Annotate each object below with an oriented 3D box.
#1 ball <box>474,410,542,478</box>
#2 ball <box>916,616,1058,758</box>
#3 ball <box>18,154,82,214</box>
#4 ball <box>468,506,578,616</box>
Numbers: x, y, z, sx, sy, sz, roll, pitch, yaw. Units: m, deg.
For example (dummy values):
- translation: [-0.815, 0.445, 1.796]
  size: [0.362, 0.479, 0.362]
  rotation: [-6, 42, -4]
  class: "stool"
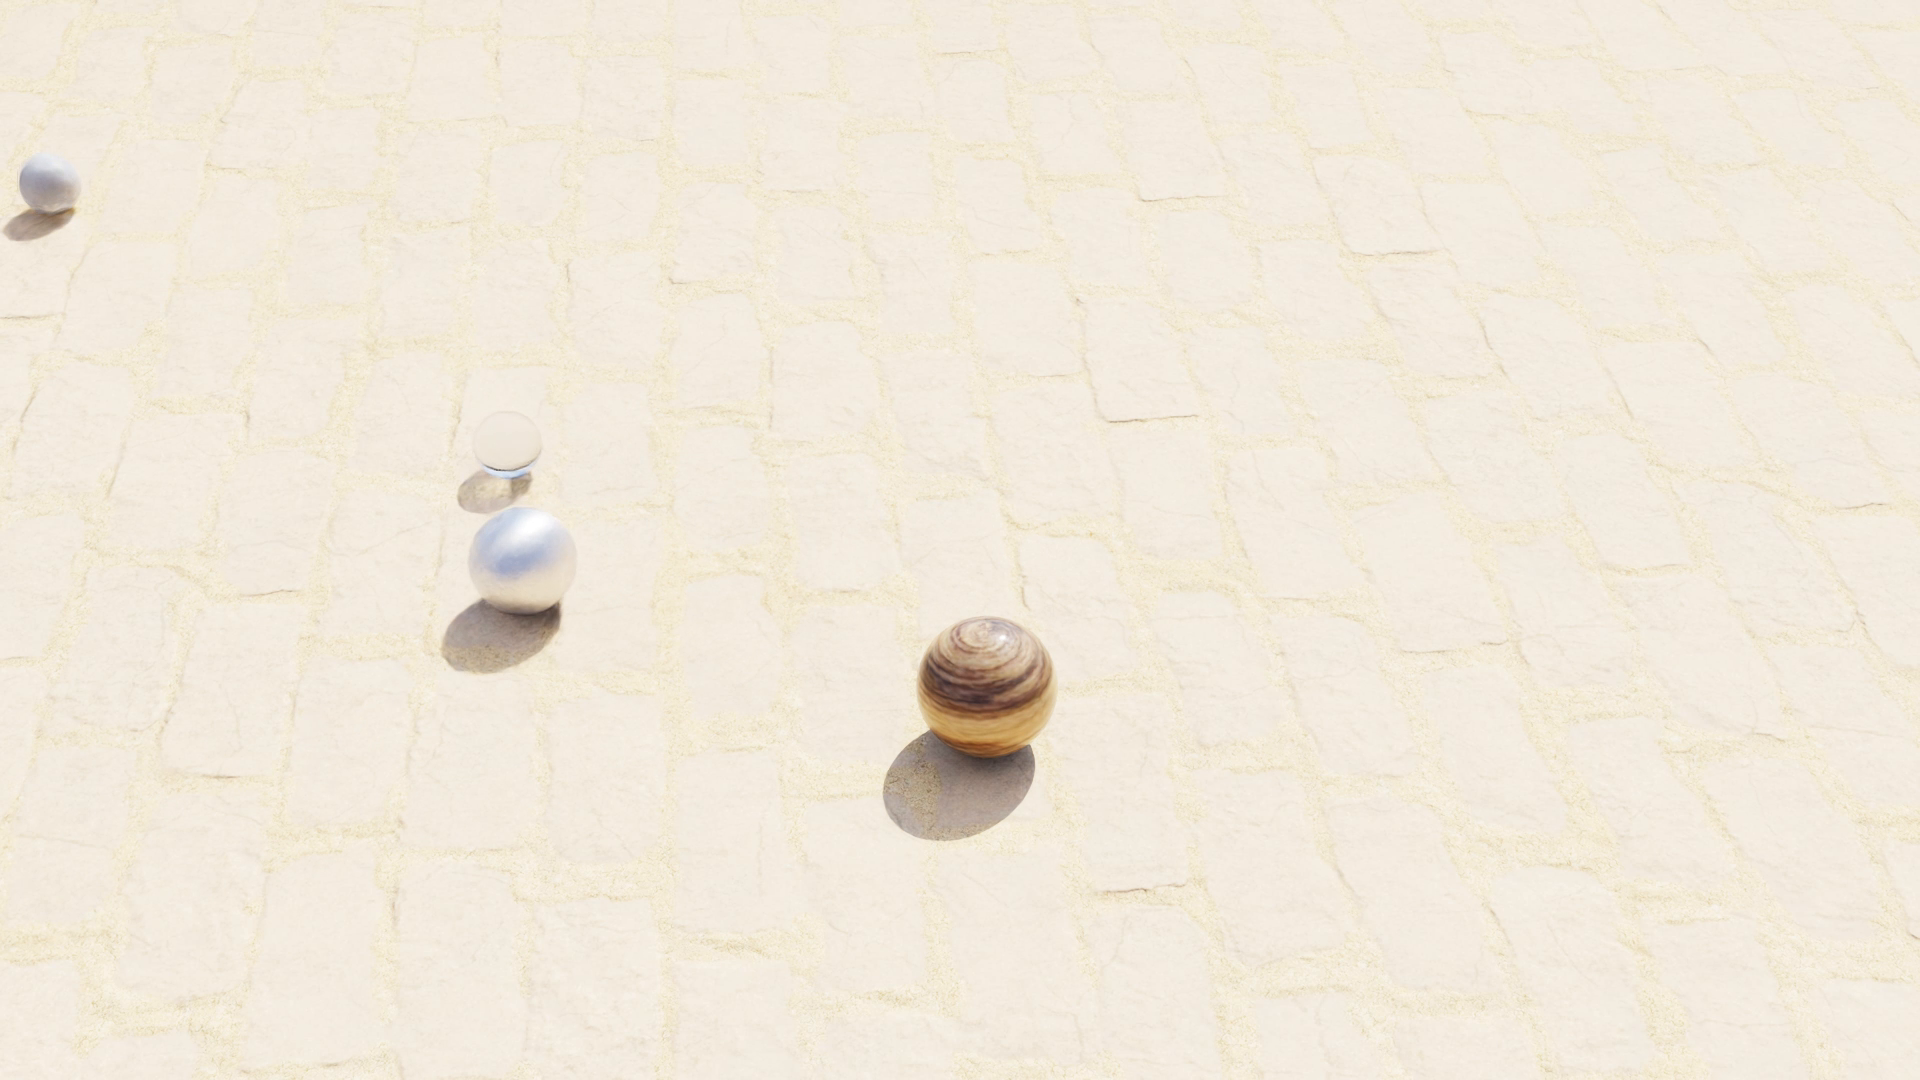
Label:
- translation: [-0.291, -0.061, 1.652]
  size: [0.044, 0.044, 0.044]
  rotation: [0, 37, 0]
  class: "ball"
- translation: [0.015, 0.082, 1.430]
  size: [0.080, 0.080, 0.080]
  rotation: [0, 37, 0]
  class: "ball"
- translation: [-0.683, -0.267, 1.927]
  size: [0.045, 0.045, 0.045]
  rotation: [0, 37, 0]
  class: "ball"
- translation: [-0.261, 0.012, 1.535]
  size: [0.065, 0.065, 0.065]
  rotation: [0, 37, 0]
  class: "ball"
